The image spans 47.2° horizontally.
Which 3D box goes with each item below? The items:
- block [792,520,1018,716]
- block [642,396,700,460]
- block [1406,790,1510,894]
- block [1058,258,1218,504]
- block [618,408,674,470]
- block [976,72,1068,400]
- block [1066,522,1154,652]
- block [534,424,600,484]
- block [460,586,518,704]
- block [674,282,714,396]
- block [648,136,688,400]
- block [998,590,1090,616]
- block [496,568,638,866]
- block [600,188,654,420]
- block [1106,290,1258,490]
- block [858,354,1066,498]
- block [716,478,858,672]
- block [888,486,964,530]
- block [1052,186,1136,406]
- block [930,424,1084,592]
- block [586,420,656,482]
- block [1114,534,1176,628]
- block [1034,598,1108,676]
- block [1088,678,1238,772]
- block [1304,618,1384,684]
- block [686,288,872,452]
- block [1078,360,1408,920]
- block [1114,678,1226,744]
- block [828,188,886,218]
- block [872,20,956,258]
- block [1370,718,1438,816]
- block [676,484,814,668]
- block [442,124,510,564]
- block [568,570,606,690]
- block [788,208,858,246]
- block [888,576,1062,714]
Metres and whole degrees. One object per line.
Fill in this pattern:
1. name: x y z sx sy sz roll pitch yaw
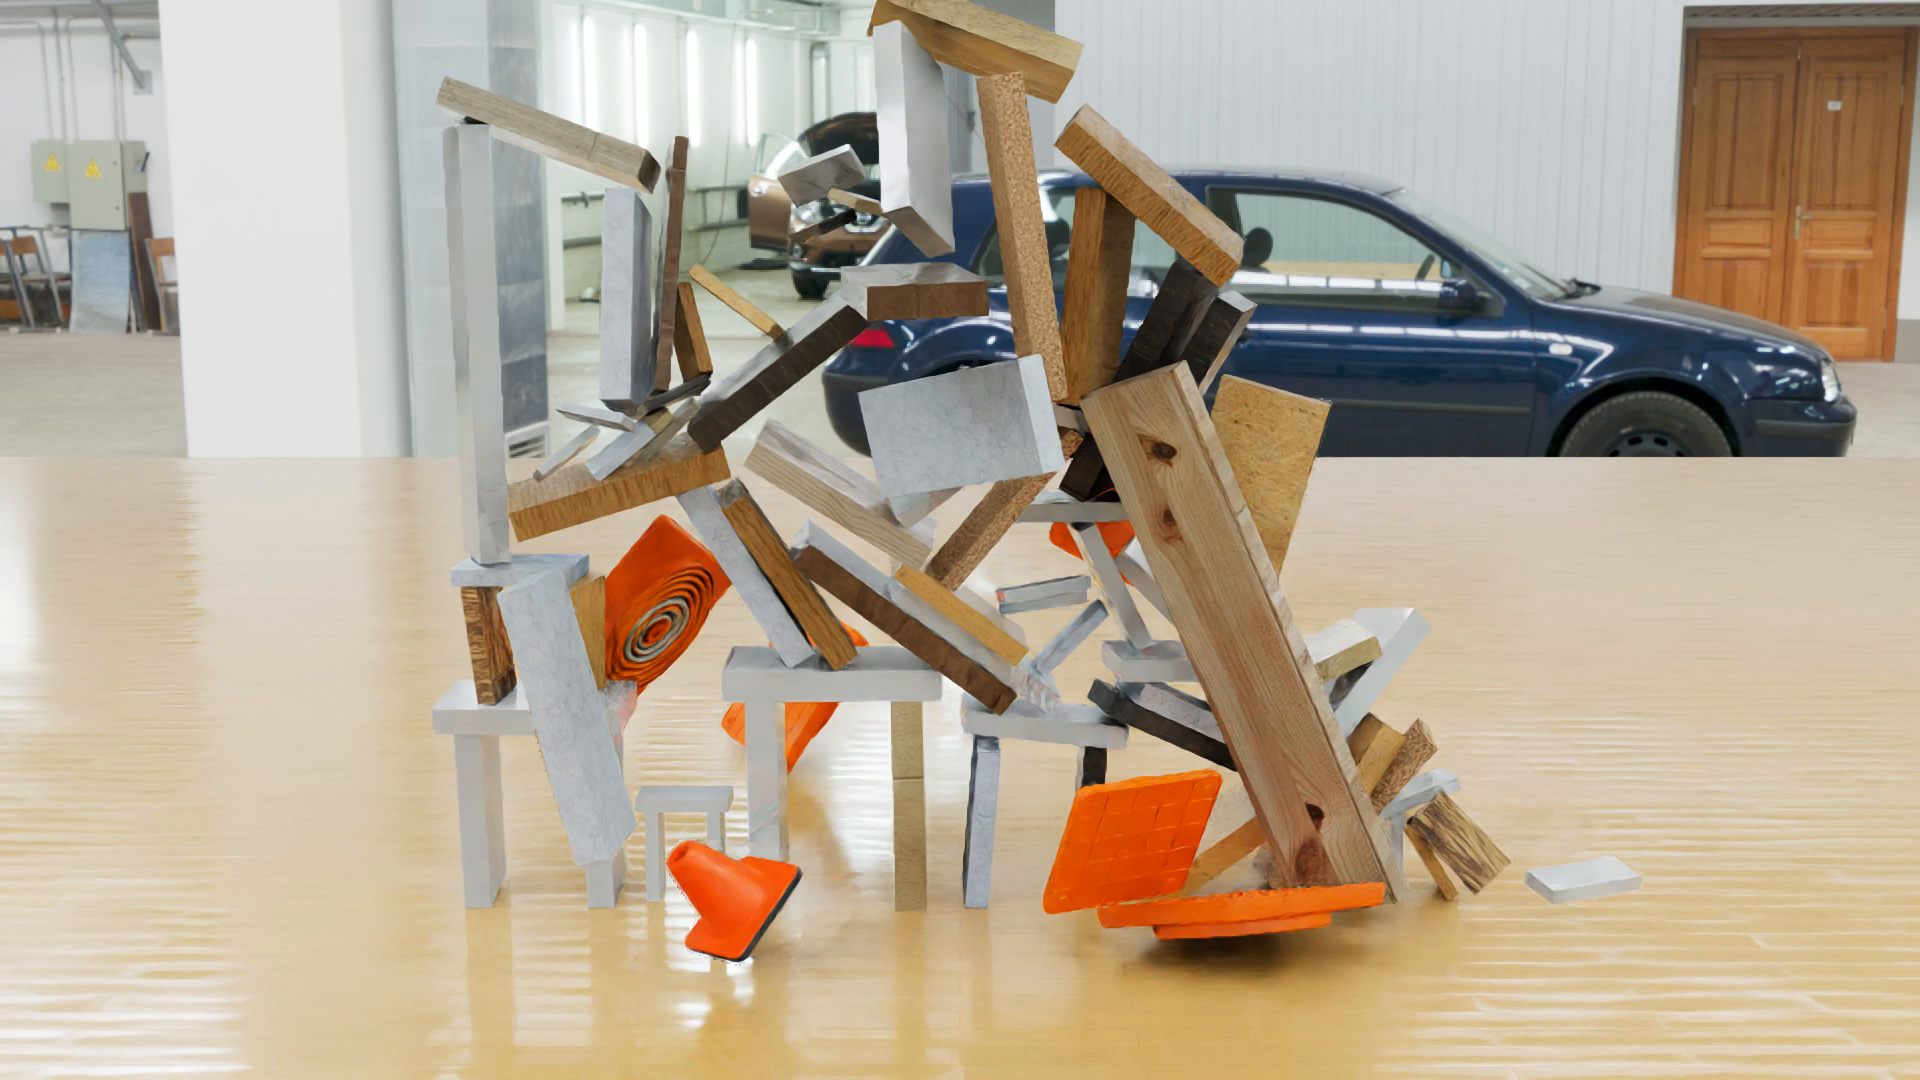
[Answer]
1. block: -0.091 0.124 3.550 0.417 0.045 0.159 36 9 -12
2. block: -0.454 -0.176 3.439 0.113 0.016 0.057 -44 19 3
3. block: 0.813 0.492 3.586 0.080 0.159 0.023 -44 2 5
4. block: 0.292 -0.257 3.496 0.047 0.408 0.166 32 21 14
5. block: -0.500 -0.161 3.438 0.113 0.016 0.057 -50 30 -15
6. block: 0.093 -0.455 3.298 0.045 0.481 0.160 -10 11 -6
7. block: 0.242 0.068 3.578 0.031 0.222 0.111 -28 13 -3
8. block: -0.610 -0.134 3.407 0.113 0.016 0.057 -41 2 -21
9. block: -0.760 0.157 3.550 0.028 0.195 0.098 -3 14 12
10. block: -0.431 -0.319 3.494 0.023 0.160 0.080 -7 -22 -26
11. block: -0.458 -0.426 3.450 0.023 0.406 0.080 6 -9 -16
12. block: 0.138 0.100 3.590 0.144 0.020 0.072 -8 3 6
13. block: -0.554 0.247 3.116 0.048 0.396 0.170 -14 6 7
14. block: -0.522 -0.367 3.447 0.047 0.330 0.165 0 -8 2
15. block: 0.355 -0.234 3.510 0.049 0.343 0.171 32 16 8
16. block: -0.003 -0.162 3.207 0.047 0.164 0.352 -17 7 -42
17. block: -0.280 0.053 3.546 0.045 0.319 0.159 -34 16 -1
18. block: -0.020 -0.114 3.428 0.208 0.029 0.104 -37 36 11
19. block: 0.213 -0.381 3.440 0.047 0.333 0.167 10 10 21
20. block: 0.073 -0.062 3.499 0.029 0.318 0.104 37 9 -19
21. block: -0.525 -0.139 3.398 0.113 0.016 0.057 -40 29 -4
22. block: 0.350 0.086 3.566 0.031 0.222 0.111 -44 0 30
23. block: 0.183 0.159 3.611 0.020 0.144 0.072 44 8 -9
24. block: 0.339 0.304 3.614 0.248 0.035 0.124 25 4 -17
25. block: 0.554 0.215 3.644 0.264 0.037 0.132 -25 14 -7
26. block: -0.278 -0.273 3.417 0.328 0.047 0.164 -37 16 10
27. block: 0.446 0.170 3.433 0.171 0.921 0.049 -17 13 32
28. block: 0.392 0.288 3.621 0.264 0.037 0.132 25 4 -15
29. block: -0.151 -0.515 3.364 0.064 0.018 0.128 12 11 -25
30. block: -0.070 -0.607 3.333 0.045 0.319 0.160 -12 -22 21
31. block: 0.698 0.391 3.597 0.023 0.210 0.080 32 21 -13
32. block: -0.354 0.035 3.548 0.048 0.339 0.170 -32 20 -1
33. block: -0.770 -0.311 3.498 0.047 0.681 0.165 -4 9 -21
34. block: -0.607 0.158 3.533 0.028 0.195 0.098 11 20 21
35. block: -0.211 -0.481 3.384 0.064 0.018 0.128 -28 11 -22
36. block: 0.023 0.159 3.564 0.317 0.035 0.124 36 9 -13
